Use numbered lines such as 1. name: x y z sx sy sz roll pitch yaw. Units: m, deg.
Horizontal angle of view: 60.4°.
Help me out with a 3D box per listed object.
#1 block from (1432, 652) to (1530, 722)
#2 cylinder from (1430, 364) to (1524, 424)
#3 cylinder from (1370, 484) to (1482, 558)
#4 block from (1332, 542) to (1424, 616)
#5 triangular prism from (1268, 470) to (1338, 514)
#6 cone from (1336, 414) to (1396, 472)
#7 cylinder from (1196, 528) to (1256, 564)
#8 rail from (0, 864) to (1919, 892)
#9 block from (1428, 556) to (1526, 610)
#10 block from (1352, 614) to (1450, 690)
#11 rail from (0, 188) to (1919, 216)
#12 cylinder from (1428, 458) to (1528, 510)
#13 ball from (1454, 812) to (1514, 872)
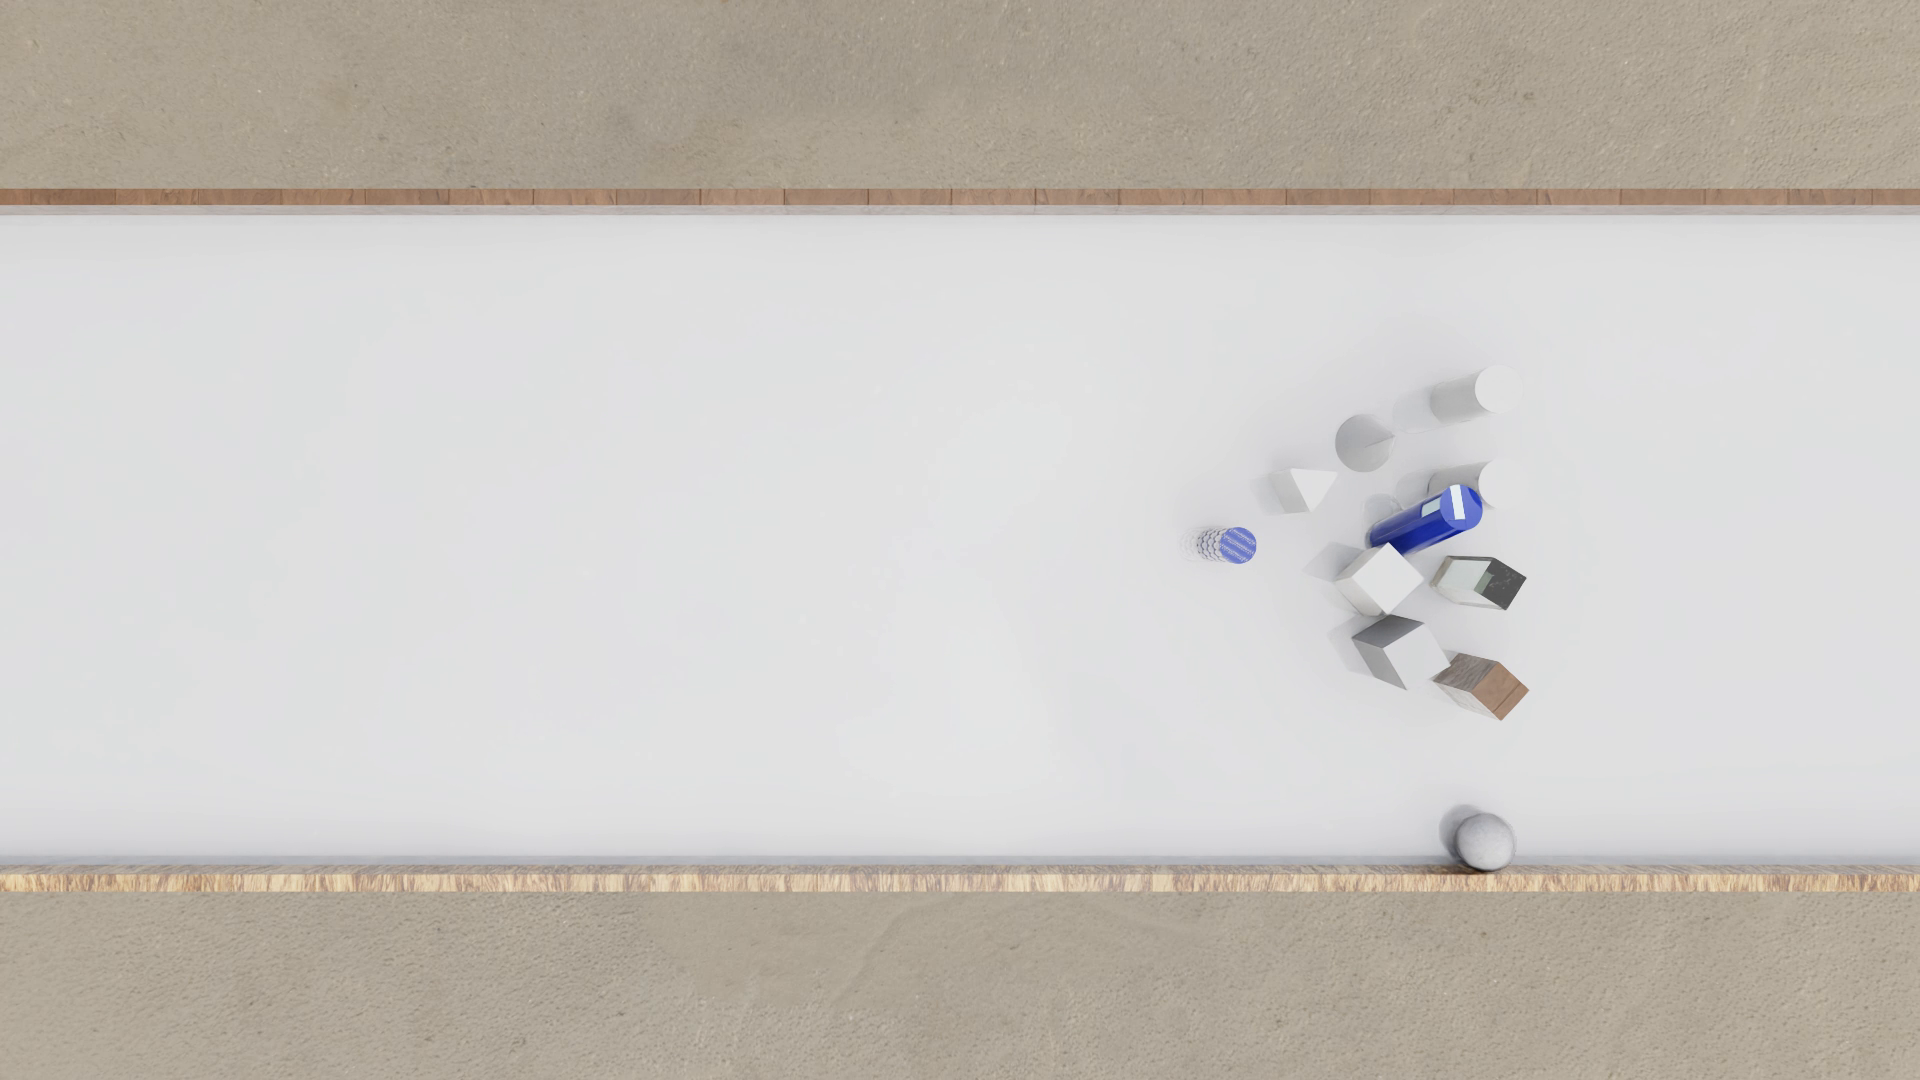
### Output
1. block: 1.539 0.432 4.888 0.121 0.377 0.121 43 90 0
2. cylinder: 1.515 -0.425 4.855 0.136 0.443 0.136 0 90 0
3. cylinder: 1.364 -0.045 4.847 0.133 0.439 0.133 3 77 -12
4. block: 1.234 0.121 4.889 0.145 0.363 0.145 -43 85 0
5. triangular prism: 0.996 -0.169 4.901 0.117 0.351 0.135 34 90 0
6. cone: 1.244 -0.297 4.891 0.179 0.370 0.179 0 90 0
7. cylinder: 0.781 0.016 4.851 0.104 0.451 0.104 0 90 0
8. rail: -2.247 1.025 5.001 12.000 0.150 0.050 0 90 0
9. block: 1.517 0.123 4.854 0.110 0.445 0.110 32 90 0
10. block: 1.302 0.330 4.891 0.142 0.367 0.142 -31 91 0
11. rail: -2.247 -1.025 5.002 12.000 0.150 0.050 0 90 0
12. cylinder: 1.520 -0.157 4.855 0.144 0.439 0.144 0 90 -2
13. ball: 1.587 0.913 4.990 0.174 0.174 0.174 0 90 0
